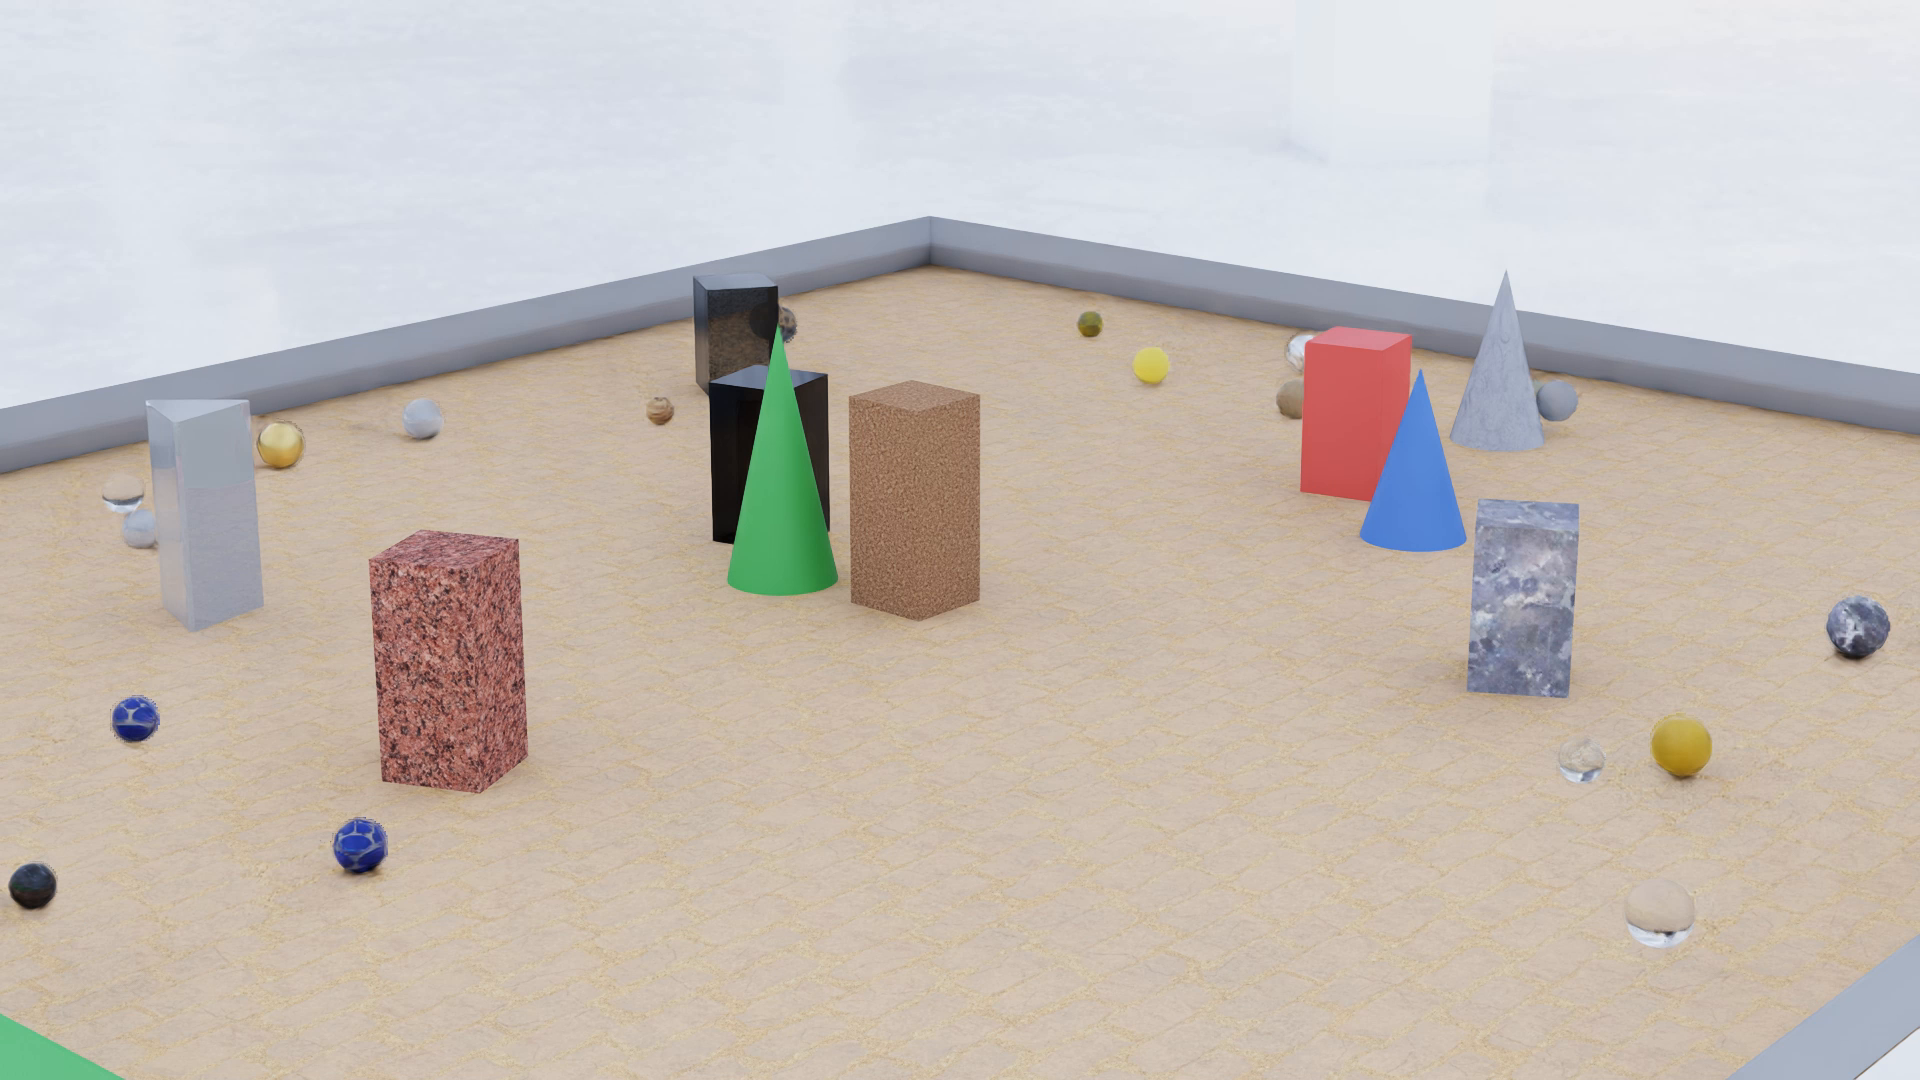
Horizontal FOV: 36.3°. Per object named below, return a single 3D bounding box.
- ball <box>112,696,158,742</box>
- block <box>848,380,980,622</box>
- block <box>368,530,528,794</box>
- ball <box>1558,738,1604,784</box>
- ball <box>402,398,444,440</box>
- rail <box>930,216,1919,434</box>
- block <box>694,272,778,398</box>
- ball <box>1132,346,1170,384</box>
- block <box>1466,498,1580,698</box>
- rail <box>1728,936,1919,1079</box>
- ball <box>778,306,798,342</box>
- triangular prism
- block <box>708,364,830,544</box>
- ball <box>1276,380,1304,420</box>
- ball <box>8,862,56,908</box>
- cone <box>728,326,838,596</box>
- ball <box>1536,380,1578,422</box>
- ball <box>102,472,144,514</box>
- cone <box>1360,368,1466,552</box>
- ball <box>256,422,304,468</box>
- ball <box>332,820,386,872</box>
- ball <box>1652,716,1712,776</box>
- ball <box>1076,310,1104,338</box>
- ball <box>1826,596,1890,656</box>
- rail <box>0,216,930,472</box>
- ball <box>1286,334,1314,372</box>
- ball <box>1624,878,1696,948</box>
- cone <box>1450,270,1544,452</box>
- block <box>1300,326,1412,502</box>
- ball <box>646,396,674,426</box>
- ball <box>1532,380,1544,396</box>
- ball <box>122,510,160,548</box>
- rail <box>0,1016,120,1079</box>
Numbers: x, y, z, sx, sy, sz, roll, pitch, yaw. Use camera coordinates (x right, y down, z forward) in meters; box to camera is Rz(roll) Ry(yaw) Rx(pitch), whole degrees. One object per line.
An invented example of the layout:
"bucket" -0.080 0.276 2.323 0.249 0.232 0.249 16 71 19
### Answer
"ball" -1.249 0.271 4.436 0.068 0.068 0.068 0 17 0
"block" -0.077 -0.070 5.046 0.159 0.369 0.159 14 22 39
"block" -0.745 0.176 4.284 0.159 0.339 0.159 5 18 17
"ball" 0.904 0.321 4.271 0.067 0.067 0.067 0 17 0
"ball" -1.127 -0.254 6.147 0.087 0.087 0.087 0 17 0
"rail" 1.398 -0.432 6.662 3.963 0.129 0.045 14 22 39
"block" -0.500 -0.459 6.554 0.159 0.244 0.159 -5 17 -15
"ball" 0.432 -0.395 6.620 0.084 0.084 0.084 0 17 0
"block" 0.898 0.091 4.675 0.159 0.274 0.159 3 17 11
"rail" 1.478 0.403 3.891 0.045 0.129 4.314 14 22 39
"ball" -0.433 -0.515 7.010 0.089 0.089 0.089 0 17 0
"triangular prism" -1.314 -0.052 4.993 0.149 0.365 0.172 10 19 29
"block" -0.352 -0.152 5.434 0.159 0.304 0.159 9 19 27
"ball" 0.724 -0.302 6.307 0.086 0.086 0.086 0 17 0
"ball" -1.216 0.453 3.845 0.060 0.060 0.060 0 17 0
"cone" -0.316 -0.155 5.158 0.198 0.468 0.198 0 17 0
"ball" 1.251 -0.292 6.149 0.087 0.087 0.087 0 17 0
"ball" -1.603 -0.090 5.617 0.079 0.079 0.079 0 17 0
"cone" 0.846 -0.162 5.430 0.198 0.325 0.198 0 17 0
"ball" -1.373 -0.191 5.928 0.093 0.093 0.093 0 17 0
"ball" -0.810 0.414 3.957 0.071 0.071 0.071 0 17 0
"ball" 1.058 0.302 4.299 0.088 0.088 0.088 0 17 0
"ball" 0.314 -0.520 7.069 0.065 0.065 0.065 0 17 0
"ball" 1.474 0.142 4.812 0.099 0.099 0.099 0 17 0
"rail" -1.478 -0.338 6.349 0.045 0.129 4.314 14 22 39
"ball" 0.792 -0.428 6.726 0.086 0.086 0.086 0 17 0
"ball" 0.889 0.475 3.725 0.089 0.089 0.089 0 17 0
"cone" 1.128 -0.387 6.104 0.198 0.366 0.198 0 17 0
"block" 0.777 -0.249 5.756 0.159 0.302 0.159 9 19 28
"ball" -0.641 -0.276 6.263 0.061 0.061 0.061 0 17 0
"ball" 1.243 -0.314 6.371 0.071 0.071 0.071 0 17 0
"ball" -1.506 -0.021 5.397 0.072 0.072 0.072 0 17 0
"rail" -1.398 0.497 3.578 3.963 0.129 0.045 14 22 39
